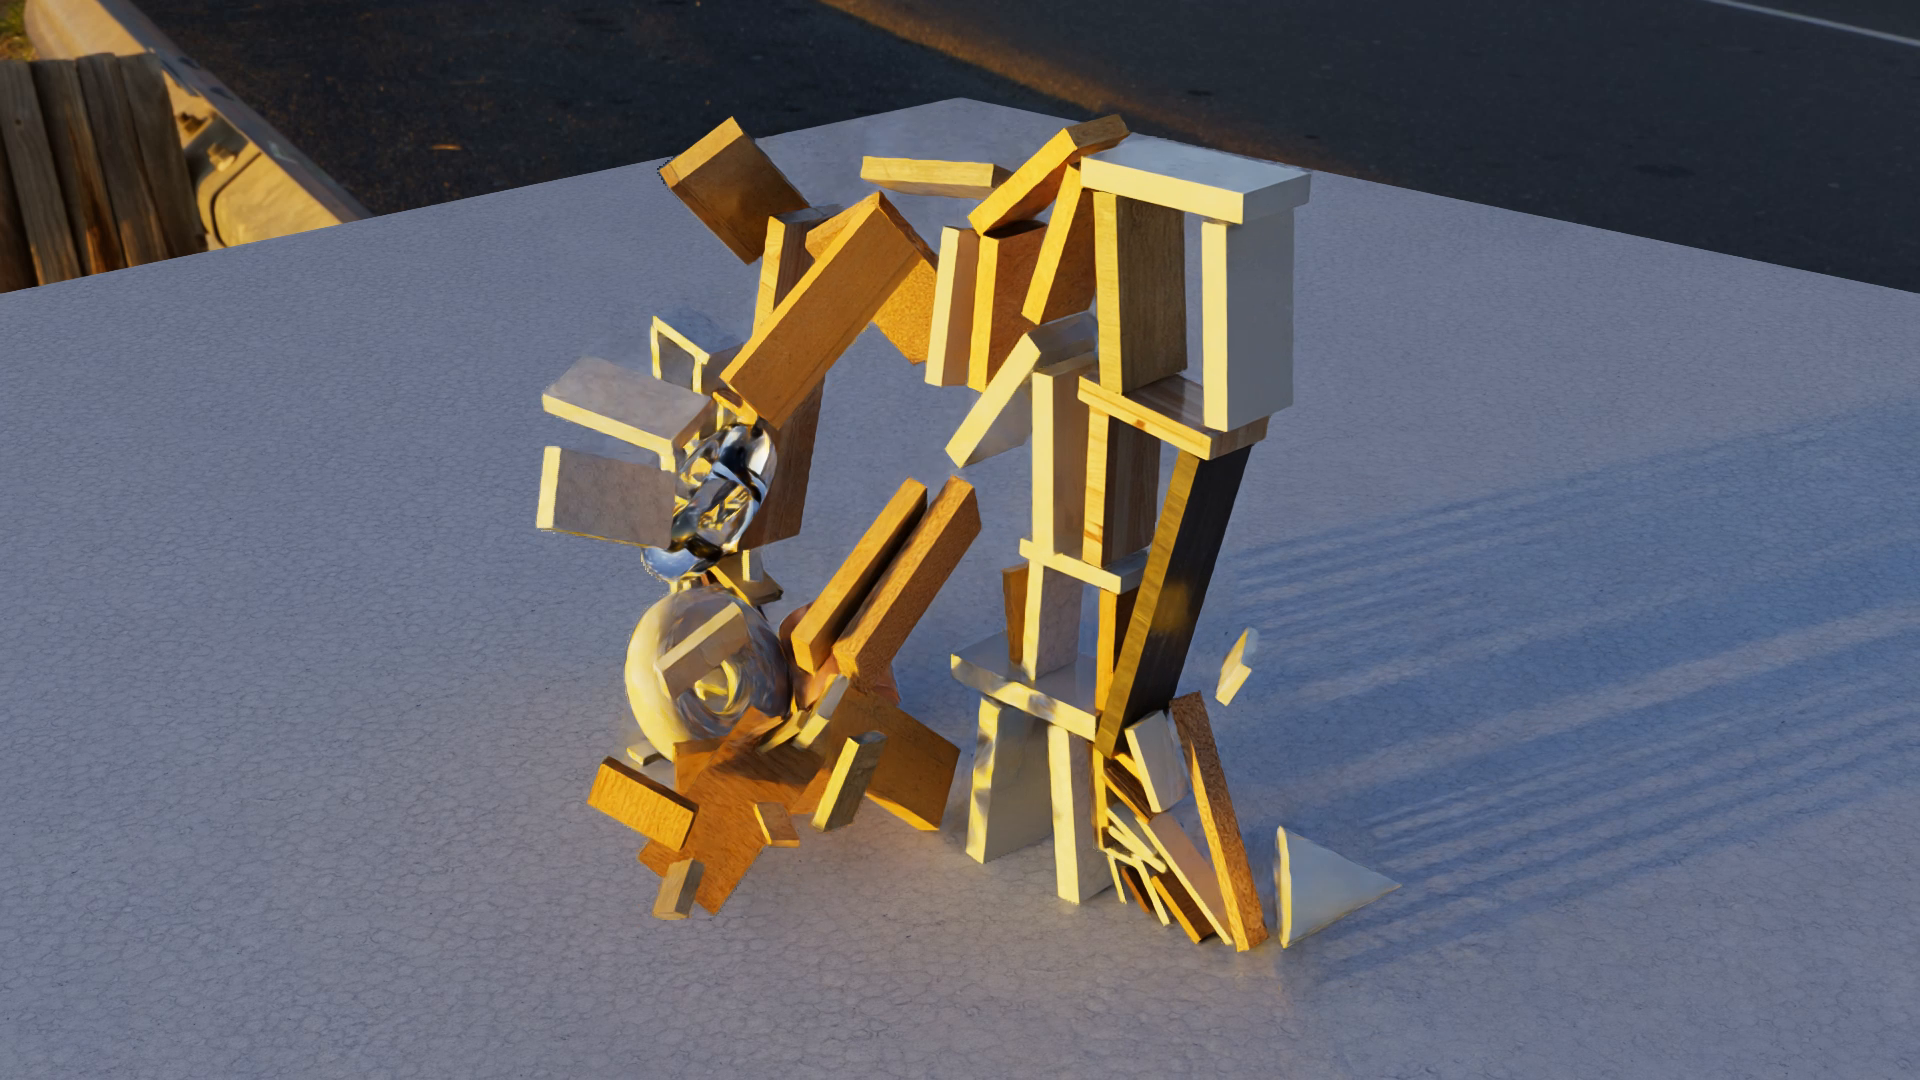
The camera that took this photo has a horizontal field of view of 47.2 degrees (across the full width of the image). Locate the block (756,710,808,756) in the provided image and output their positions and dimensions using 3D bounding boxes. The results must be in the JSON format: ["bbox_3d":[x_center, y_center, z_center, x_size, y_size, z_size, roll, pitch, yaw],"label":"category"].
[{"bbox_3d":[-0.327,0.354,4.035,0.104,0.015,0.052,-33,17,28],"label":"block"}]

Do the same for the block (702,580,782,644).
[{"bbox_3d":[-0.457,0.203,4.764,0.093,0.026,0.267,-27,76,-38],"label":"block"}]

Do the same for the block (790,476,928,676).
[{"bbox_3d":[-0.179,0.066,4.015,0.040,0.139,0.376,30,68,15],"label":"block"}]

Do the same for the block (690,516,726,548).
[{"bbox_3d":[-0.488,-0.041,4.741,0.109,0.031,0.219,-28,2,-33],"label":"block"}]

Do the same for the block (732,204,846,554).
[{"bbox_3d":[-0.355,-0.320,4.470,0.171,0.742,0.048,-18,41,-41],"label":"block"}]

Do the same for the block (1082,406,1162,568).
[{"bbox_3d":[0.288,-0.113,3.882,0.042,0.298,0.149,24,34,39],"label":"block"}]

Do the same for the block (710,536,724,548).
[{"bbox_3d":[-0.495,-0.003,4.781,0.055,0.016,0.110,-9,-7,-33],"label":"block"}]

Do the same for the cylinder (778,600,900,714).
[{"bbox_3d":[-0.253,0.264,4.602,0.213,0.213,0.213,-7,59,-16],"label":"cylinder"}]

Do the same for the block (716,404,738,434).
[{"bbox_3d":[-0.484,-0.240,4.650,0.063,0.125,0.018,-19,43,-36],"label":"block"}]

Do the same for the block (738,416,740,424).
[{"bbox_3d":[-0.426,-0.202,4.583,0.063,0.125,0.018,-20,23,-36],"label":"block"}]

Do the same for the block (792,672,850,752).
[{"bbox_3d":[-0.254,0.315,4.006,0.026,0.194,0.092,31,62,-4],"label":"block"}]

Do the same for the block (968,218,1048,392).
[{"bbox_3d":[0.087,-0.419,3.939,0.041,0.287,0.144,25,32,35],"label":"block"}]

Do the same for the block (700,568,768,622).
[{"bbox_3d":[-0.497,0.129,4.828,0.093,0.185,0.026,-17,-15,-37],"label":"block"}]

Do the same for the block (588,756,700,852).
[{"bbox_3d":[-0.564,0.470,3.915,0.189,0.095,0.027,27,29,7],"label":"block"}]

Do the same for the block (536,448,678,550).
[{"bbox_3d":[-0.620,-0.071,3.882,0.040,0.139,0.279,1,-7,39],"label":"block"}]

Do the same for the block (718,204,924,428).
[{"bbox_3d":[-0.250,-0.406,3.991,0.415,0.141,0.040,-51,35,-6],"label":"block"}]

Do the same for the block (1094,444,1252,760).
[{"bbox_3d":[0.370,0.102,3.858,0.042,0.634,0.149,35,37,32],"label":"block"}]

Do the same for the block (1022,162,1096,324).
[{"bbox_3d":[0.203,-0.516,3.771,0.041,0.287,0.144,36,37,27],"label":"block"}]

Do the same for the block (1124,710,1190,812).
[{"bbox_3d":[0.356,0.398,3.964,0.082,0.165,0.023,-28,14,-37],"label":"block"}]

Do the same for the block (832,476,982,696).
[{"bbox_3d":[-0.093,0.084,4.049,0.048,0.168,0.400,28,69,18],"label":"block"}]

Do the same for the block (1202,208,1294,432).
[{"bbox_3d":[0.469,-0.363,3.564,0.170,0.340,0.048,-22,29,-39],"label":"block"}]

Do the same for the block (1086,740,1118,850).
[{"bbox_3d":[0.278,0.466,4.120,0.023,0.217,0.080,13,27,42],"label":"block"}]

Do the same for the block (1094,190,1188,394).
[{"bbox_3d":[0.306,-0.434,3.708,0.170,0.340,0.048,-23,29,-39],"label":"block"}]

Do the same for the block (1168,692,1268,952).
[{"bbox_3d":[0.472,0.509,4.005,0.023,0.467,0.082,-17,-3,34],"label":"block"}]

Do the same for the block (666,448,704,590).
[{"bbox_3d":[-0.564,0.044,4.859,0.109,0.625,0.031,-18,22,-37],"label":"block"}]

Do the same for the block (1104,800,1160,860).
[{"bbox_3d":[0.332,0.530,4.060,0.061,0.017,0.122,-25,61,-40],"label":"block"}]

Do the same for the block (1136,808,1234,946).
[{"bbox_3d":[0.427,0.608,4.032,0.061,0.285,0.017,-34,-2,-41],"label":"block"}]

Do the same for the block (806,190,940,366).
[{"bbox_3d":[-0.118,-0.491,4.161,0.171,0.341,0.048,-26,37,26],"label":"block"}]

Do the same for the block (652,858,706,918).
[{"bbox_3d":[-0.494,0.614,3.865,0.027,0.095,0.189,23,-17,-14],"label":"block"}]

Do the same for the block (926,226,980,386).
[{"bbox_3d":[0.016,-0.423,3.988,0.040,0.282,0.141,19,18,41],"label":"block"}]

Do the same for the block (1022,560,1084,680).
[{"bbox_3d":[0.174,0.131,4.084,0.034,0.239,0.120,25,33,37],"label":"block"}]

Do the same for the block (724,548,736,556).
[{"bbox_3d":[-0.499,0.014,4.755,0.055,0.016,0.110,-2,-14,-28],"label":"block"}]

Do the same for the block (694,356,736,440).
[{"bbox_3d":[-0.520,-0.308,4.662,0.092,0.184,0.026,-18,39,-35],"label":"block"}]

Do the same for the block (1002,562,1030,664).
[{"bbox_3d":[0.131,0.134,4.143,0.092,0.184,0.026,-16,20,-31],"label":"block"}]

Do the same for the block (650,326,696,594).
[{"bbox_3d":[-0.607,-0.073,4.856,0.092,0.840,0.026,-19,27,-37],"label":"block"}]

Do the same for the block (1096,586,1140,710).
[{"bbox_3d":[0.296,0.181,3.974,0.034,0.239,0.120,18,29,33],"label":"block"}]

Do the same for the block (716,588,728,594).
[{"bbox_3d":[-0.511,0.178,4.700,0.073,0.021,0.147,34,43,-19],"label":"block"}]

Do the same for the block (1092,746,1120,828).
[{"bbox_3d":[0.287,0.445,4.090,0.023,0.160,0.080,13,27,42],"label":"block"}]

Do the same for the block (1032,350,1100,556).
[{"bbox_3d":[0.205,-0.156,3.933,0.048,0.337,0.168,19,30,41],"label":"block"}]

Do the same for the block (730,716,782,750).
[{"bbox_3d":[-0.375,0.355,4.044,0.104,0.015,0.052,-30,-2,-7],"label":"block"}]
